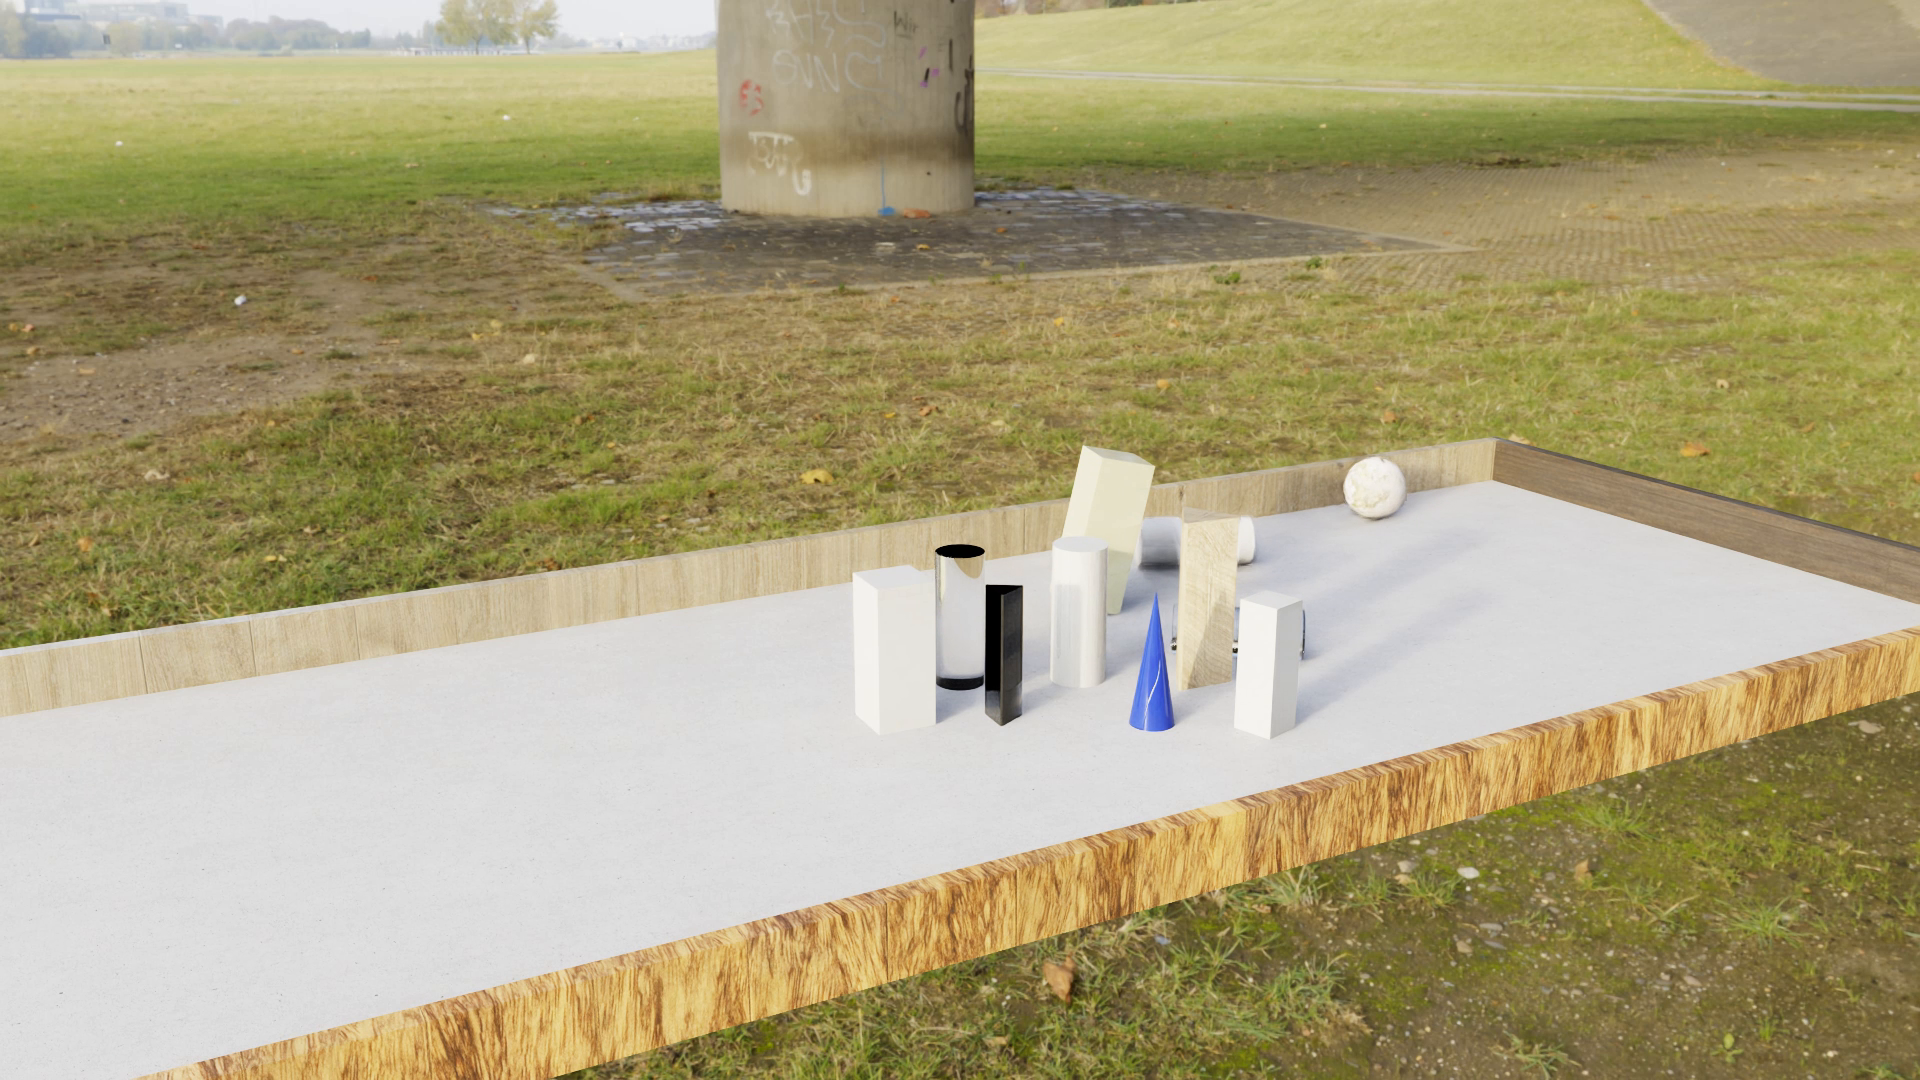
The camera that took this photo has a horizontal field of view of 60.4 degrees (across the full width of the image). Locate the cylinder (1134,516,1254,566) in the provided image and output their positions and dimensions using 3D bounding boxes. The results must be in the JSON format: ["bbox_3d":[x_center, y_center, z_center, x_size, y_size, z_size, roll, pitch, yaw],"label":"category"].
[{"bbox_3d":[0.719,0.004,5.083,0.346,0.146,0.146,-1,16,-4],"label":"cylinder"}]

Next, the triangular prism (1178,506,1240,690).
[{"bbox_3d":[0.585,0.140,4.115,0.153,0.430,0.133,-7,18,-23],"label":"triangular prism"}]

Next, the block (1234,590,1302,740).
[{"bbox_3d":[0.713,0.287,3.816,0.100,0.316,0.100,-15,22,-42],"label":"block"}]

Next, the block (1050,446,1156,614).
[{"bbox_3d":[0.397,-0.028,4.640,0.158,0.433,0.158,8,13,-18],"label":"block"}]

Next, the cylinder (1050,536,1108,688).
[{"bbox_3d":[0.298,0.179,4.120,0.140,0.353,0.140,0,16,0],"label":"cylinder"}]

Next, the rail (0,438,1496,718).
[{"bbox_3d":[-3.305,0.497,3.399,12.000,0.150,0.050,-9,18,-27],"label":"rail"}]

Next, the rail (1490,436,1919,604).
[{"bbox_3d":[2.466,-0.048,5.253,0.050,0.150,2.100,-9,18,-27],"label":"rail"}]

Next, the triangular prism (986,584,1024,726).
[{"bbox_3d":[0.091,0.265,3.878,0.075,0.324,0.087,11,20,34],"label":"triangular prism"}]

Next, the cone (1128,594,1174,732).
[{"bbox_3d":[0.452,0.273,3.843,0.108,0.329,0.108,0,16,0],"label":"cone"}]

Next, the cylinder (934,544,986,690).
[{"bbox_3d":[0.000,0.192,4.096,0.123,0.342,0.123,0,16,0],"label":"cylinder"}]

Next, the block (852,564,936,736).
[{"bbox_3d":[-0.153,0.255,3.859,0.144,0.354,0.144,-8,18,-25],"label":"block"}]

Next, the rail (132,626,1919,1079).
[{"bbox_3d":[-2.336,1.006,1.665,12.000,0.150,0.050,-9,18,-27],"label":"rail"}]

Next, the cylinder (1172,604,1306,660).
[{"bbox_3d":[0.725,0.240,4.306,0.337,0.131,0.131,2,17,8],"label":"cylinder"}]

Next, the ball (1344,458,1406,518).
[{"bbox_3d":[1.406,-0.175,5.588,0.206,0.206,0.206,0,16,0],"label":"ball"}]
